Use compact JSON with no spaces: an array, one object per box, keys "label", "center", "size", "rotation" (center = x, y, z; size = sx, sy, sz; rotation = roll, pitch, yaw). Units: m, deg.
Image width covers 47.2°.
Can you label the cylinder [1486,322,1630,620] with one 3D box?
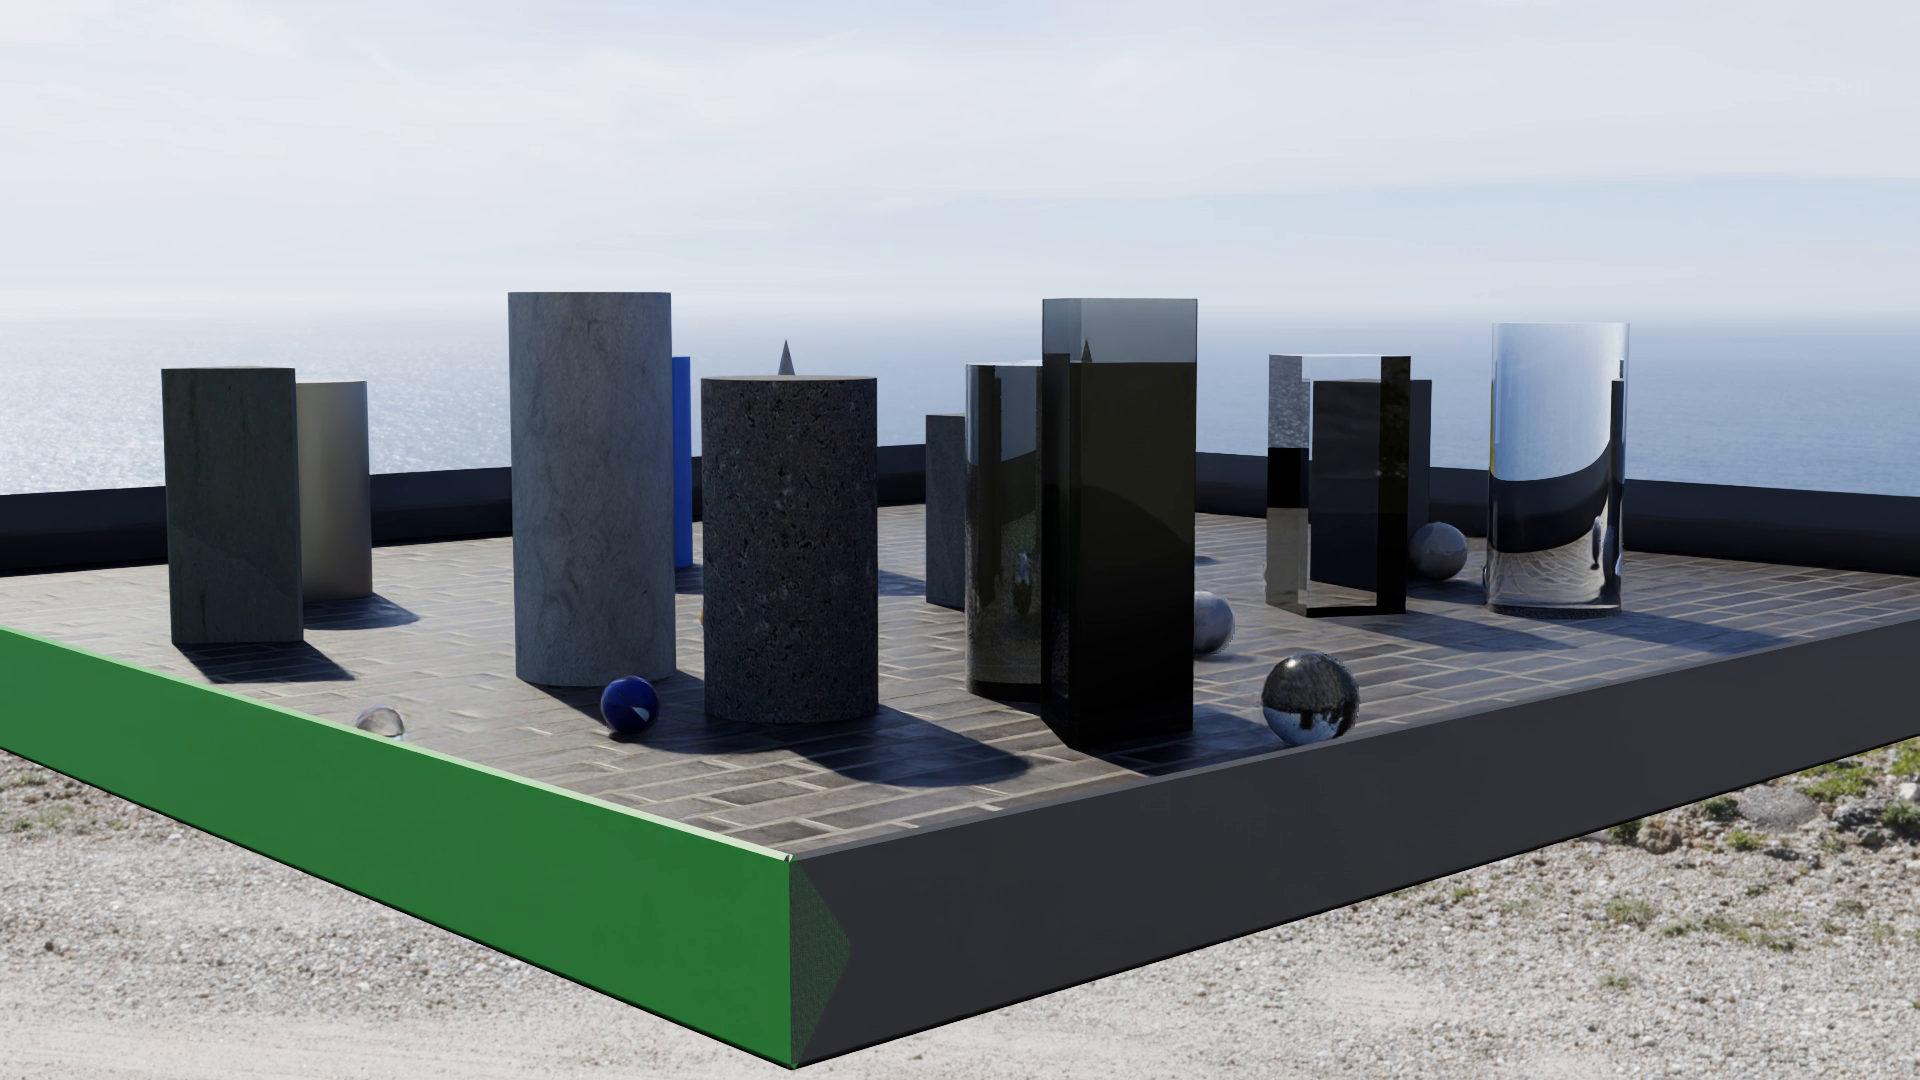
[{"label":"cylinder","center":[0.880,-0.107,3.245],"size":[0.195,0.425,0.195],"rotation":[0,6,0]}]

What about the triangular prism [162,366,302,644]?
[{"label":"triangular prism","center":[-0.983,-0.053,3.009],"size":[0.169,0.367,0.146],"rotation":[-1,6,-9]}]

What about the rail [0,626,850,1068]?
[{"label":"rail","center":[-1.063,0.135,2.357],"size":[0.045,0.127,2.893],"rotation":[-5,8,-42]}]

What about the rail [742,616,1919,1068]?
[{"label":"rail","center":[0.965,0.142,2.292],"size":[2.939,0.127,0.045],"rotation":[-5,8,-42]}]

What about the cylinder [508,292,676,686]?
[{"label":"cylinder","center":[-0.447,-0.068,2.682],"size":[0.195,0.465,0.195],"rotation":[0,6,0]}]

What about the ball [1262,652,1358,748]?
[{"label":"ball","center":[0.356,0.163,2.238],"size":[0.098,0.098,0.098],"rotation":[0,6,0]}]

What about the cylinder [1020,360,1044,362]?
[{"label":"cylinder","center":[0.212,-0.167,4.193],"size":[0.195,0.348,0.195],"rotation":[0,6,0]}]

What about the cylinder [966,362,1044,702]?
[{"label":"cylinder","center":[0.103,-0.015,2.575],"size":[0.195,0.382,0.195],"rotation":[0,6,0]}]

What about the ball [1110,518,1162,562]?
[{"label":"ball","center":[0.301,0.007,3.772],"size":[0.090,0.090,0.090],"rotation":[0,6,0]}]

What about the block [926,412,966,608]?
[{"label":"block","center":[0.058,-0.047,3.342],"size":[0.156,0.286,0.156],"rotation":[6,8,44]}]

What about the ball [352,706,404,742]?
[{"label":"ball","center":[-0.582,0.191,2.199],"size":[0.051,0.051,0.051],"rotation":[0,6,0]}]

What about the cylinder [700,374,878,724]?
[{"label":"cylinder","center":[-0.189,0.004,2.454],"size":[0.195,0.370,0.195],"rotation":[0,6,0]}]

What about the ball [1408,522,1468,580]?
[{"label":"ball","center":[0.786,0.019,3.616],"size":[0.096,0.096,0.096],"rotation":[0,6,0]}]

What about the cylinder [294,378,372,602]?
[{"label":"cylinder","center":[-1.021,-0.081,3.431],"size":[0.195,0.334,0.195],"rotation":[0,6,0]}]

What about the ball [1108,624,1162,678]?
[{"label":"ball","center":[0.213,0.134,2.665],"size":[0.066,0.066,0.066],"rotation":[0,6,0]}]

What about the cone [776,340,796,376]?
[{"label":"cone","center":[-0.321,-0.178,4.072],"size":[0.195,0.394,0.195],"rotation":[0,6,0]}]

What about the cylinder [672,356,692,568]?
[{"label":"cylinder","center":[-0.567,-0.138,3.841],"size":[0.195,0.363,0.195],"rotation":[0,6,0]}]

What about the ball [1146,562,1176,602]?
[{"label":"ball","center":[0.299,0.063,3.369],"size":[0.061,0.061,0.061],"rotation":[0,6,0]}]

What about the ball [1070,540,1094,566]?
[{"label":"ball","center":[0.211,0.022,3.835],"size":[0.046,0.046,0.046],"rotation":[0,6,0]}]

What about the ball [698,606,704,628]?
[{"label":"ball","center":[-0.338,0.106,3.040],"size":[0.045,0.045,0.045],"rotation":[0,6,0]}]

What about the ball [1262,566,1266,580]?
[{"label":"ball","center":[0.510,0.053,3.547],"size":[0.043,0.043,0.043],"rotation":[0,6,0]}]

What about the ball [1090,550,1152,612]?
[{"label":"ball","center":[0.237,0.061,3.241],"size":[0.092,0.092,0.092],"rotation":[0,6,0]}]

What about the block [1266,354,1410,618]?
[{"label":"block","center":[0.559,-0.085,3.262],"size":[0.156,0.378,0.156],"rotation":[-2,6,-14]}]

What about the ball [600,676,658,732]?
[{"label":"ball","center":[-0.349,0.173,2.320],"size":[0.060,0.060,0.060],"rotation":[0,6,0]}]

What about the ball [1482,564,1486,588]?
[{"label":"ball","center":[0.843,0.054,3.394],"size":[0.073,0.073,0.073],"rotation":[0,6,0]}]

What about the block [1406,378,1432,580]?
[{"label":"block","center":[0.674,-0.103,3.668],"size":[0.156,0.329,0.156],"rotation":[5,8,42]}]

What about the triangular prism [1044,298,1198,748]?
[{"label":"triangular prism","center":[0.136,-0.026,2.324],"size":[0.169,0.456,0.146],"rotation":[-5,8,-38]}]

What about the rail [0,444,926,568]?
[{"label":"rail","center":[-0.965,-0.076,4.372],"size":[2.939,0.127,0.045],"rotation":[-5,8,-42]}]

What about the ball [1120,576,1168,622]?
[{"label":"ball","center":[0.262,0.084,3.135],"size":[0.068,0.068,0.068],"rotation":[0,6,0]}]

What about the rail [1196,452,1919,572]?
[{"label":"rail","center":[1.063,-0.069,4.307],"size":[0.045,0.127,2.893],"rotation":[-5,8,-42]}]

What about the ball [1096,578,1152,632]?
[{"label":"ball","center":[0.227,0.090,3.039],"size":[0.076,0.076,0.076],"rotation":[0,6,0]}]

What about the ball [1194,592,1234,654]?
[{"label":"ball","center":[0.314,0.107,2.852],"size":[0.081,0.081,0.081],"rotation":[0,6,0]}]
